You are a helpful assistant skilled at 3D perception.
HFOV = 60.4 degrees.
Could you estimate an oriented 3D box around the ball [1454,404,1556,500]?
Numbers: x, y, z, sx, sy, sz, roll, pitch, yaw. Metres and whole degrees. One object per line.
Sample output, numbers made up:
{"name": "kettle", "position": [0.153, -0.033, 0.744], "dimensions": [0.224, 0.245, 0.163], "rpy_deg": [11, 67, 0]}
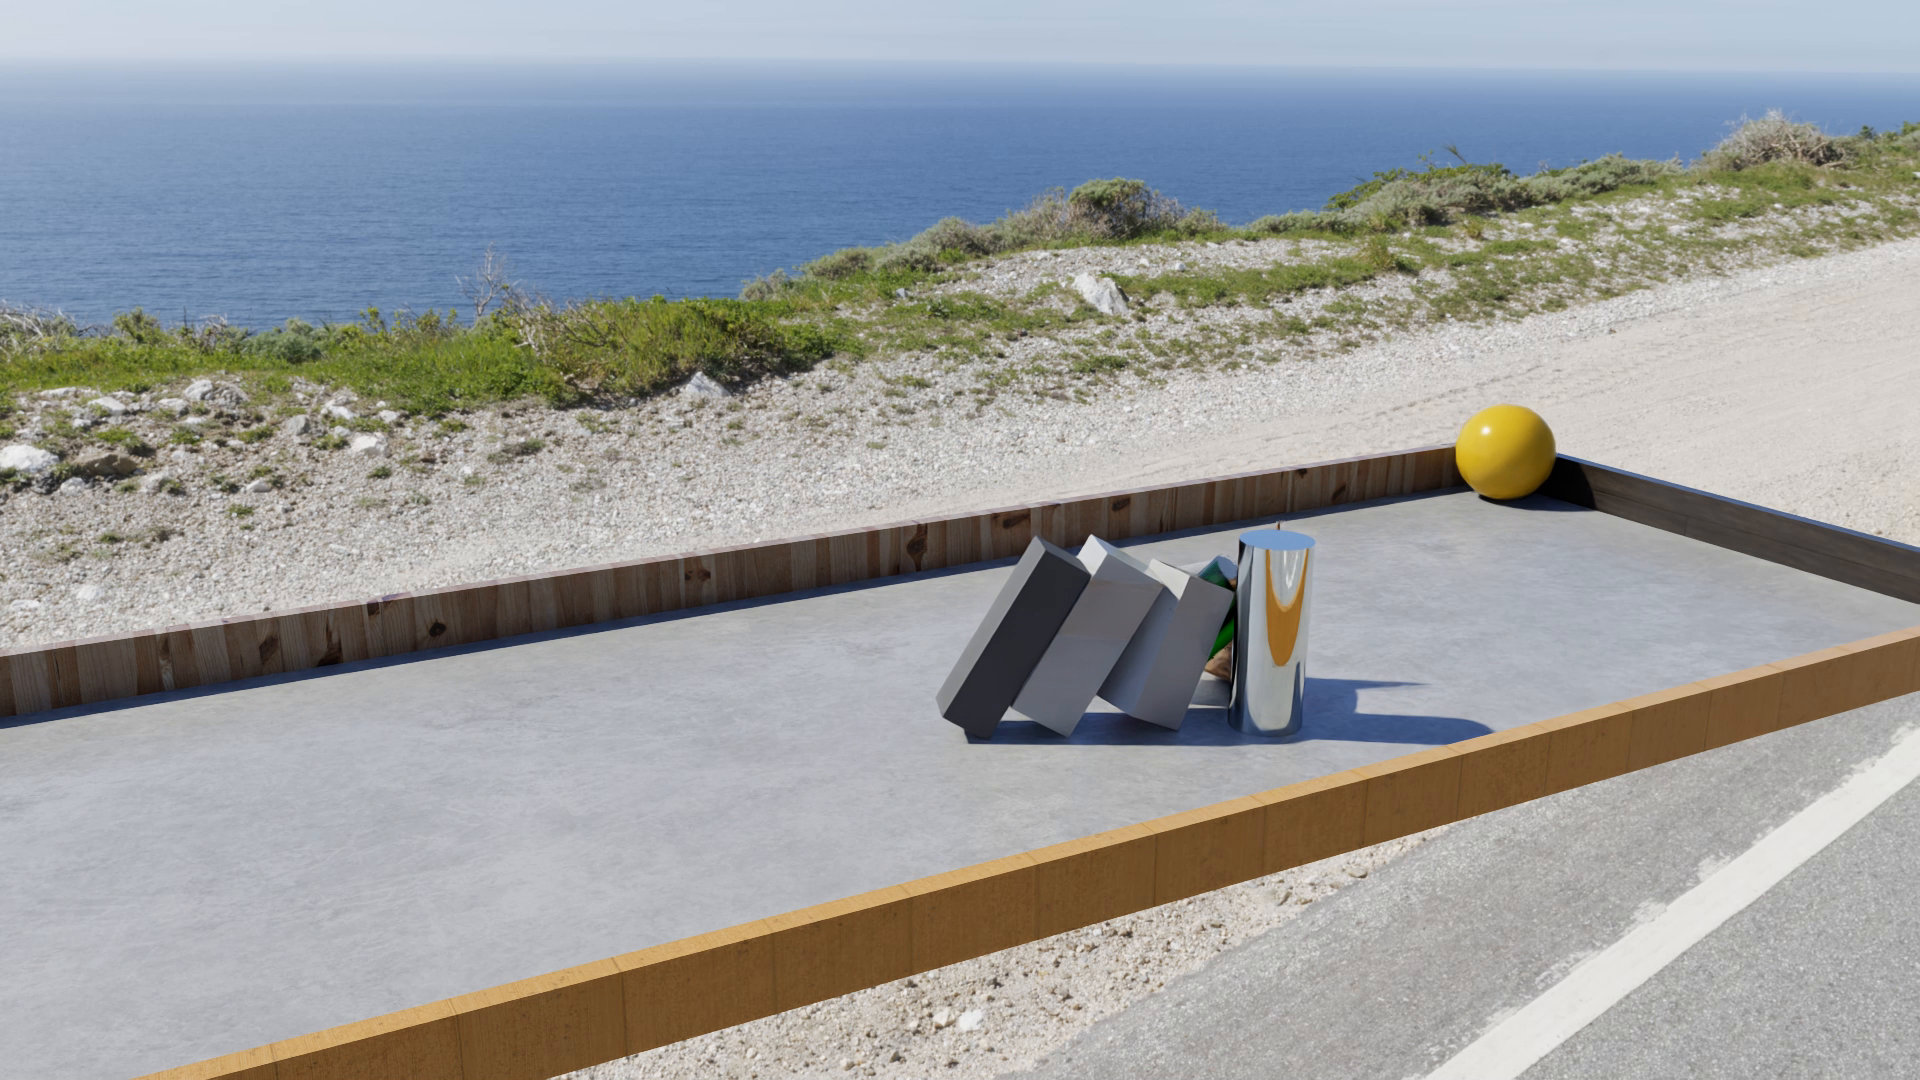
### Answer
{"name": "ball", "position": [1.920, -0.311, 5.809], "dimensions": [0.340, 0.340, 0.340], "rpy_deg": [0, 16, 0]}

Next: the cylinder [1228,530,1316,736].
{"name": "cylinder", "position": [0.721, 0.215, 3.826], "dimensions": [0.172, 0.448, 0.172], "rpy_deg": [1, 16, 0]}

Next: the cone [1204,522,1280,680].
{"name": "cone", "position": [0.727, 0.141, 4.088], "dimensions": [0.161, 0.414, 0.161], "rpy_deg": [18, 7, -2]}

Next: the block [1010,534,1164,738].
{"name": "block", "position": [0.278, 0.221, 3.821], "dimensions": [0.158, 0.419, 0.158], "rpy_deg": [28, 10, -16]}

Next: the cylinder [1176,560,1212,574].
{"name": "cylinder", "position": [0.602, 0.136, 4.692], "dimensions": [0.306, 0.112, 0.112], "rpy_deg": [-10, 19, -30]}

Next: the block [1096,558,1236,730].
{"name": "block", "position": [0.480, 0.244, 3.853], "dimensions": [0.148, 0.348, 0.148], "rpy_deg": [19, 5, -33]}

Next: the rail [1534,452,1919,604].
{"name": "rail", "position": [2.466, -0.048, 5.253], "dimensions": [0.050, 0.150, 2.100], "rpy_deg": [-9, 18, -27]}

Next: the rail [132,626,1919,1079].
{"name": "rail", "position": [-2.336, 1.006, 1.665], "dimensions": [12.000, 0.150, 0.050], "rpy_deg": [-9, 18, -27]}

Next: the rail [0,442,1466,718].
{"name": "rail", "position": [-3.305, 0.497, 3.399], "dimensions": [12.000, 0.150, 0.050], "rpy_deg": [-9, 18, -27]}

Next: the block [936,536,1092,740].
{"name": "block", "position": [0.119, 0.224, 3.790], "dimensions": [0.123, 0.453, 0.123], "rpy_deg": [29, 10, -15]}

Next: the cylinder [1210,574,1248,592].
{"name": "cylinder", "position": [0.624, 0.189, 4.458], "dimensions": [0.406, 0.144, 0.144], "rpy_deg": [-8, 18, -24]}

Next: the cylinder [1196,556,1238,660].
{"name": "cylinder", "position": [0.571, 0.208, 4.023], "dimensions": [0.173, 0.321, 0.173], "rpy_deg": [38, 22, -18]}

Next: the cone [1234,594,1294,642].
{"name": "cone", "position": [0.813, 0.227, 4.428], "dimensions": [0.179, 0.179, 0.364], "rpy_deg": [14, 7, 39]}
